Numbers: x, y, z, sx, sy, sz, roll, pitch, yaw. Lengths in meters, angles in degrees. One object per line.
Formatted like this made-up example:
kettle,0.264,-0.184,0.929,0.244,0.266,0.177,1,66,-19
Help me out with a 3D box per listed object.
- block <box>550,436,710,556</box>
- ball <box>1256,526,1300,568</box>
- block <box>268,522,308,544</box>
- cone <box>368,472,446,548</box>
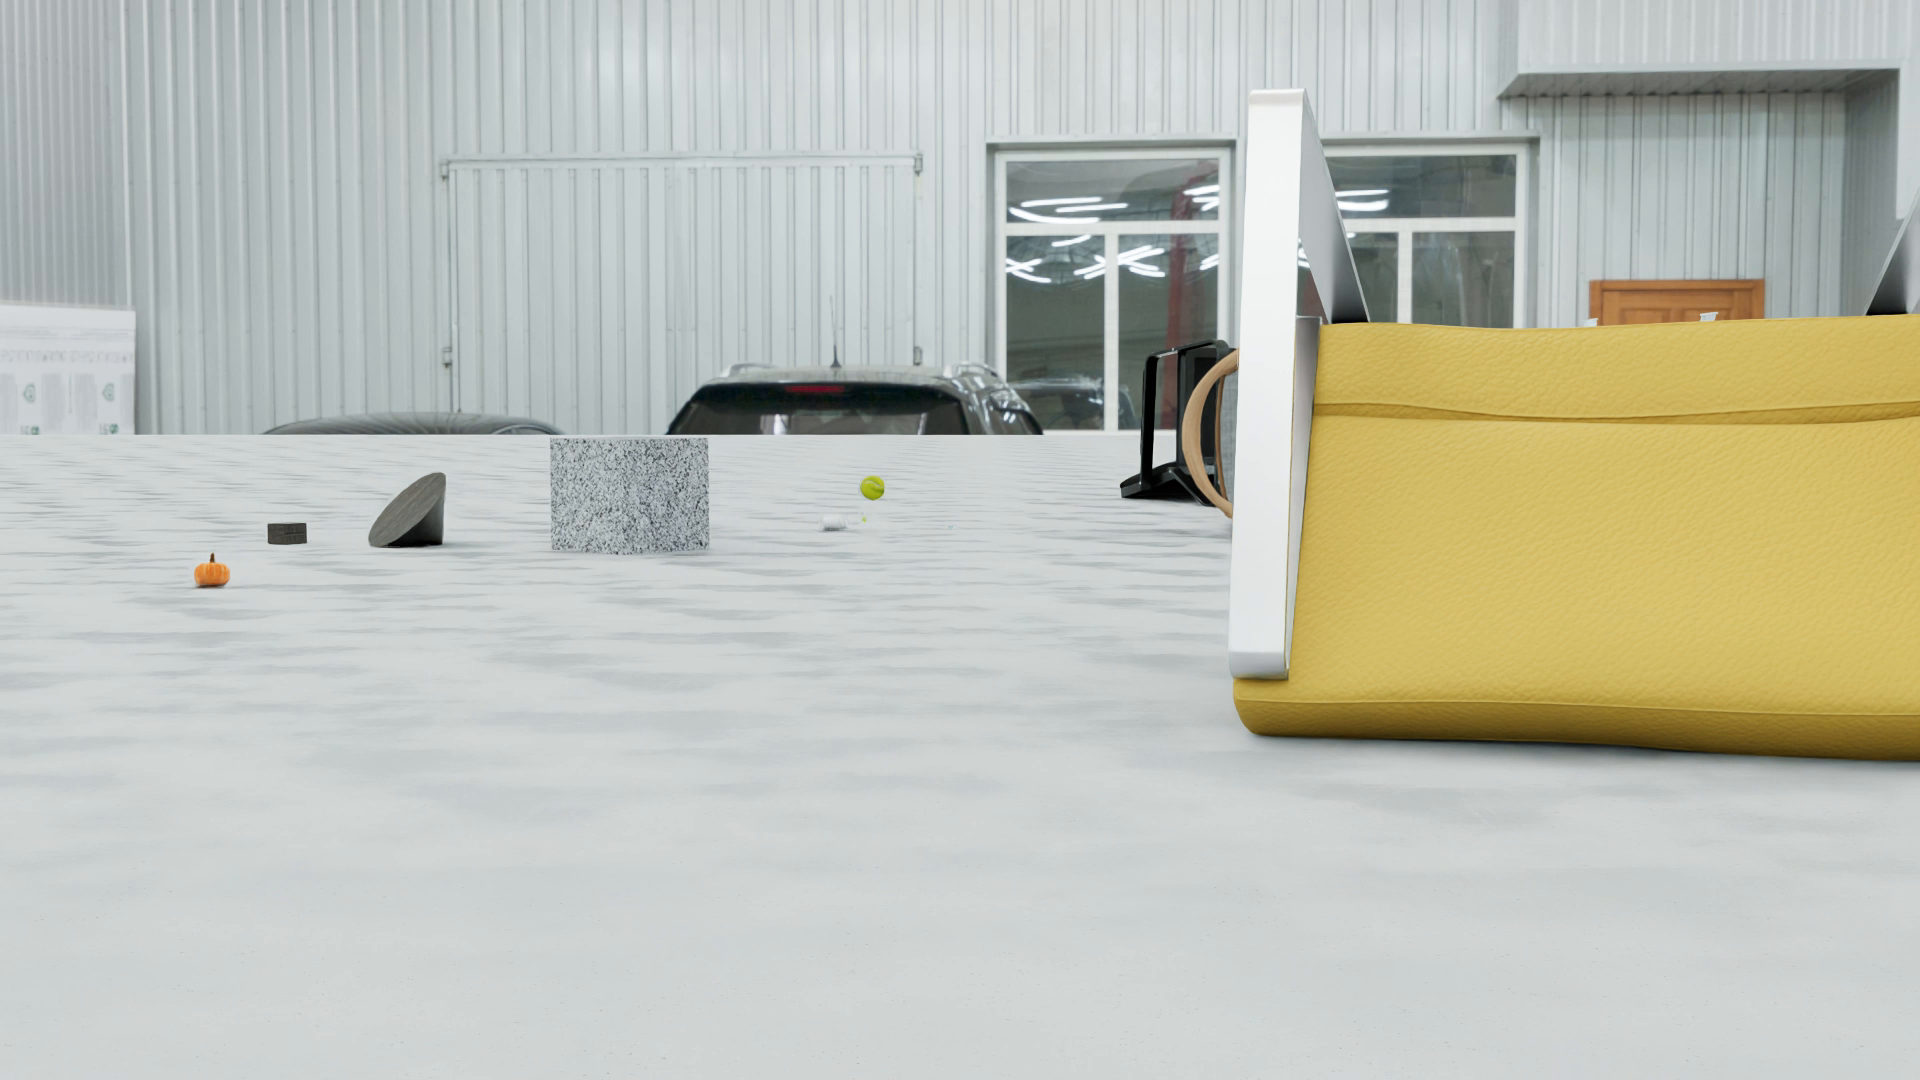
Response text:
block,-0.925,-0.130,6.161,0.314,0.311,0.310,4,5,42
ball,0.797,0.017,5.504,0.109,0.109,0.109,0,4,0
block,-1.955,-0.019,6.390,0.067,0.060,0.087,2,5,30
cone,-1.539,-0.037,6.327,0.156,0.291,0.226,51,-9,-35
